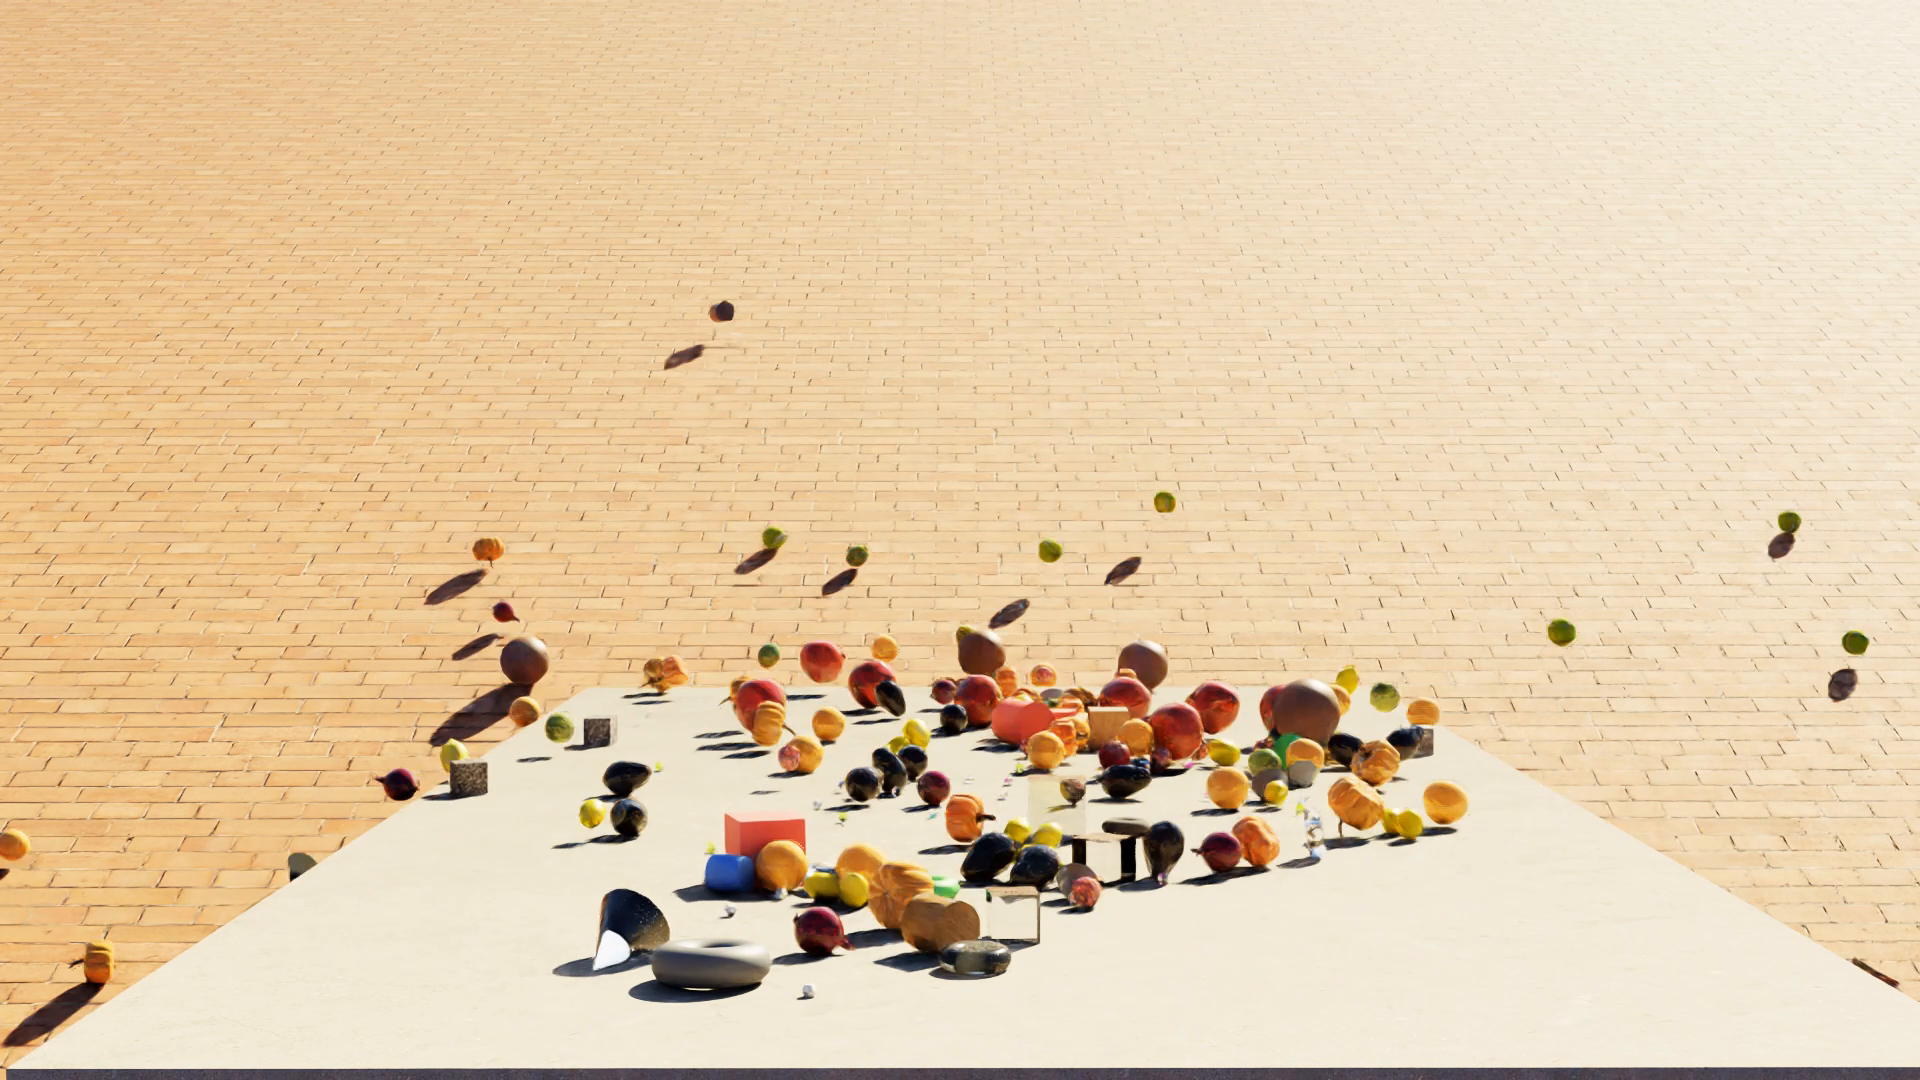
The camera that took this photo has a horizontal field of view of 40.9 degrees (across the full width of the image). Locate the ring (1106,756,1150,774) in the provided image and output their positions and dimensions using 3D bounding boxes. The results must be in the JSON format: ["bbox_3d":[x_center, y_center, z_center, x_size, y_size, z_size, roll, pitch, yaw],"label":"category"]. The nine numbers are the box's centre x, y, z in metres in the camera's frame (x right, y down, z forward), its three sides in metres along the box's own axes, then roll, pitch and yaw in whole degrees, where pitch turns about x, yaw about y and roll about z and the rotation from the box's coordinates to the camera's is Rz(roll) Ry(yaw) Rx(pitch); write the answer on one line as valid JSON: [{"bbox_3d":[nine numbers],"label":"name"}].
[{"bbox_3d":[0.317,0.423,4.852,0.083,0.028,0.083,0,1,0],"label":"ring"}]

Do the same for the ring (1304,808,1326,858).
[{"bbox_3d":[0.526,0.435,3.826,0.025,0.076,0.076,-7,23,6],"label":"ring"}]

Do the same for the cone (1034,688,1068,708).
[{"bbox_3d":[0.212,0.386,5.748,0.080,0.080,0.080,-4,29,-9],"label":"cone"}]

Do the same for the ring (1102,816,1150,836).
[{"bbox_3d":[0.261,0.453,4.066,0.075,0.025,0.075,1,1,0],"label":"ring"}]

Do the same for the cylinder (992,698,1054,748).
[{"bbox_3d":[0.129,0.374,5.275,0.093,0.093,0.093,-16,10,-31],"label":"cylinder"}]

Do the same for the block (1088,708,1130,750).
[{"bbox_3d":[0.301,0.383,5.230,0.079,0.079,0.079,0,2,0],"label":"block"}]

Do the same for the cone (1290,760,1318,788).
[{"bbox_3d":[0.620,0.432,4.633,0.053,0.053,0.053,1,29,3],"label":"cone"}]

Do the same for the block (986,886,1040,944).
[{"bbox_3d":[0.066,0.467,3.202,0.061,0.061,0.061,0,2,-5],"label":"block"}]

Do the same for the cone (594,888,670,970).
[{"bbox_3d":[-0.410,0.481,3.056,0.096,0.096,0.096,10,33,22],"label":"cone"}]

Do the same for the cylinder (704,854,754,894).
[{"bbox_3d":[-0.317,0.460,3.545,0.051,0.051,0.051,1,22,25],"label":"cylinder"}]

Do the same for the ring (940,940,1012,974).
[{"bbox_3d":[0.018,0.490,3.021,0.086,0.029,0.086,-1,3,0],"label":"ring"}]

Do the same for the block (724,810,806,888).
[{"bbox_3d":[-0.275,0.435,3.625,0.094,0.094,0.094,-1,2,-18],"label":"block"}]

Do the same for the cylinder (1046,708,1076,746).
[{"bbox_3d":[0.206,0.385,5.305,0.069,0.069,0.069,0,2,0],"label":"cylinder"}]

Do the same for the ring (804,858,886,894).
[{"bbox_3d":[-0.159,0.465,3.566,0.113,0.038,0.113,-1,3,0],"label":"ring"}]

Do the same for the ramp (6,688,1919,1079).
[{"bbox_3d":[0.055,0.498,4.545,2.000,0.100,4.000,0,2,0],"label":"ramp"}]

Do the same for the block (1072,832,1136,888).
[{"bbox_3d":[0.202,0.450,3.624,0.064,0.064,0.064,2,3,38],"label":"block"}]

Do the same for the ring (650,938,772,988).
[{"bbox_3d":[-0.285,0.484,2.946,0.137,0.046,0.137,0,-2,0],"label":"ring"}]

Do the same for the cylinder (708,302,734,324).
[{"bbox_3d":[-0.855,-0.817,9.237,0.073,0.073,0.073,-13,4,-27],"label":"cylinder"}]

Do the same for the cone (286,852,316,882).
[{"bbox_3d":[-1.500,0.760,5.821,0.076,0.076,0.076,4,31,8],"label":"cone"}]

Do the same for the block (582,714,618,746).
[{"bbox_3d":[-0.740,0.392,5.296,0.058,0.058,0.058,0,2,6],"label":"block"}]

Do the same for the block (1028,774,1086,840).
[{"bbox_3d":[0.153,0.420,4.052,0.092,0.092,0.092,0,2,3],"label":"block"}]

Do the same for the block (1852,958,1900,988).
[{"bbox_3d":[1.866,0.913,5.290,0.071,0.071,0.071,27,5,-18],"label":"block"}]

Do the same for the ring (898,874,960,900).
[{"bbox_3d":[-0.042,0.473,3.494,0.083,0.028,0.083,-1,3,0],"label":"ring"}]

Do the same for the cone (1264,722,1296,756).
[{"bbox_3d":[0.651,0.411,5.047,0.080,0.080,0.080,-14,36,-29],"label":"cone"}]

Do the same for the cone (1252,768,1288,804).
[{"bbox_3d":[0.538,0.437,4.428,0.064,0.064,0.064,-1,29,-3],"label":"cone"}]

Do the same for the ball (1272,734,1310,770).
[{"bbox_3d":[0.626,0.401,4.867,0.070,0.070,0.070,0,24,0],"label":"ball"}]

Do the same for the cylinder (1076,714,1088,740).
[{"bbox_3d":[0.244,0.389,5.356,0.055,0.055,0.055,19,4,36],"label":"cylinder"}]

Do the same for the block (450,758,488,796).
[{"bbox_3d":[-0.868,0.419,4.552,0.057,0.057,0.057,-1,2,-21],"label":"block"}]

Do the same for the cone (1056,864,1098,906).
[{"bbox_3d":[0.153,0.475,3.465,0.057,0.057,0.057,5,30,10],"label":"cone"}]

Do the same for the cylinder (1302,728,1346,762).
[{"bbox_3d":[0.703,0.399,5.001,0.064,0.064,0.064,-1,22,-29],"label":"cylinder"}]

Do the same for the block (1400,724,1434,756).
[{"bbox_3d":[0.911,0.398,5.134,0.054,0.054,0.054,0,2,-4],"label":"block"}]
